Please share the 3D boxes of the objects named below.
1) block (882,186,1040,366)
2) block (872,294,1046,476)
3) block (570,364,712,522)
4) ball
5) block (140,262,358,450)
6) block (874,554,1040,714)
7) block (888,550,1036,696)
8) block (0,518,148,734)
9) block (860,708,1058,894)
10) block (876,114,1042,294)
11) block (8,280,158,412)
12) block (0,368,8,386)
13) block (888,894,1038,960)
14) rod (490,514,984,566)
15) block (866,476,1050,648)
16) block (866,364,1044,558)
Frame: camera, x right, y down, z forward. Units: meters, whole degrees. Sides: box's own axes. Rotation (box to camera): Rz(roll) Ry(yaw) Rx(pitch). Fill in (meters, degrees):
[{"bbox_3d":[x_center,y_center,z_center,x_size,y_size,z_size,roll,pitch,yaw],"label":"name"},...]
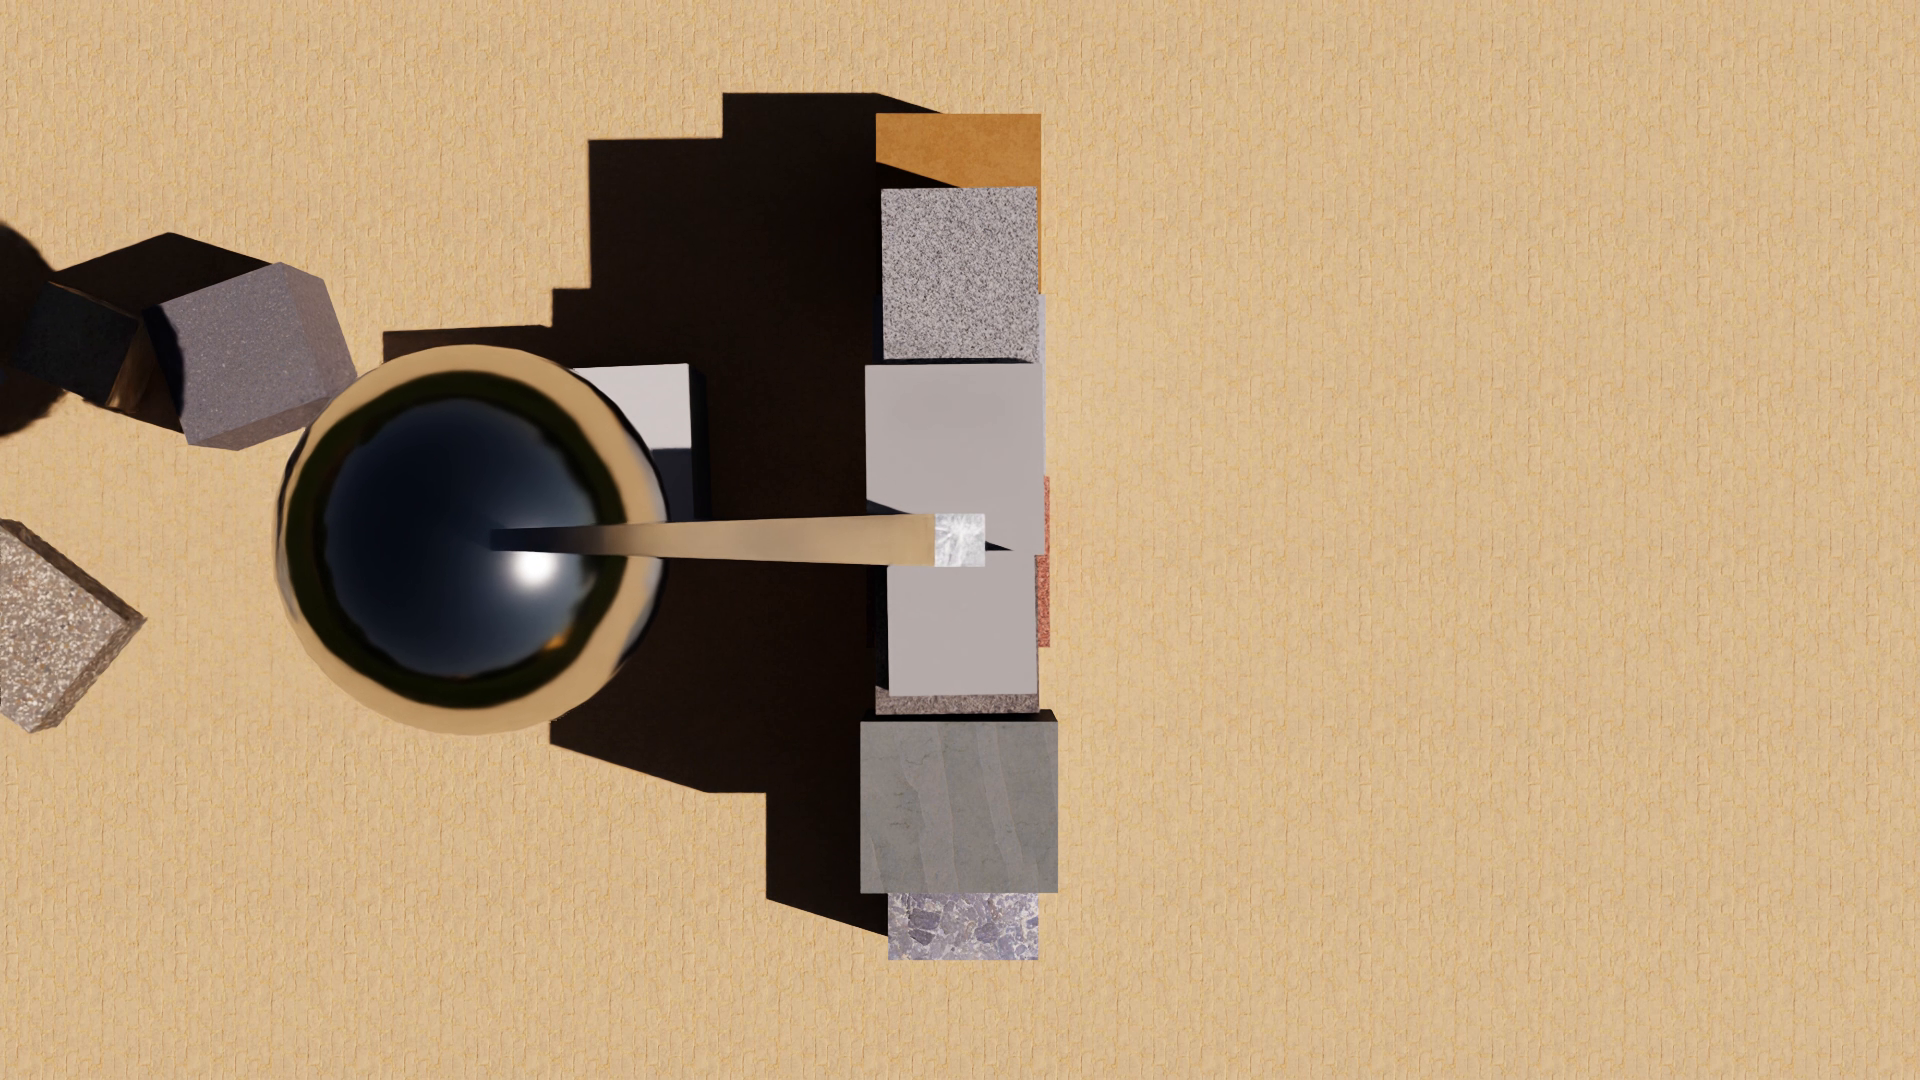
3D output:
[{"bbox_3d":[0.002,-1.357,11.744,0.804,0.783,0.924,-1,90,0],"label":"block"},{"bbox_3d":[-0.004,-0.856,12.568,0.953,0.863,0.997,0,90,0],"label":"block"},{"bbox_3d":[-1.948,-0.489,12.550,0.935,0.900,0.924,-3,90,0],"label":"block"},{"bbox_3d":[-1.980,0.000,8.984,1.600,1.600,1.600,0,90,0],"label":"ball"},{"bbox_3d":[-4.016,-1.033,12.582,0.817,0.836,0.788,-20,90,0],"label":"block"},{"bbox_3d":[-0.016,0.502,11.642,0.831,0.915,0.802,-1,87,0],"label":"block"},{"bbox_3d":[0.009,0.411,10.812,0.700,0.752,0.680,-1,87,0],"label":"block"},{"bbox_3d":[-4.354,0.392,10.228,0.757,0.618,0.652,39,82,-8],"label":"block"},{"bbox_3d":[-0.003,1.367,11.666,1.010,0.859,0.875,0,90,0],"label":"block"},{"bbox_3d":[-0.007,-1.859,12.568,0.913,0.864,0.989,0,90,0],"label":"block"},{"bbox_3d":[-5.044,-1.120,12.761,0.597,0.478,0.524,23,90,0],"label":"block"},{"bbox_3d":[-6.039,-0.959,12.391,0.711,0.728,0.778,-9,127,17],"label":"block"},{"bbox_3d":[0.018,1.945,12.658,0.843,0.684,0.818,0,90,0],"label":"block"},{"bbox_3d":[-0.858,0.000,5.775,0.080,5.200,0.080,0,90,-19],"label":"rod"},{"bbox_3d":[-0.010,0.121,12.561,1.011,0.878,0.943,0,90,0],"label":"block"},{"bbox_3d":[-0.026,-0.396,11.671,0.905,0.905,0.978,-1,88,0],"label":"block"}]
